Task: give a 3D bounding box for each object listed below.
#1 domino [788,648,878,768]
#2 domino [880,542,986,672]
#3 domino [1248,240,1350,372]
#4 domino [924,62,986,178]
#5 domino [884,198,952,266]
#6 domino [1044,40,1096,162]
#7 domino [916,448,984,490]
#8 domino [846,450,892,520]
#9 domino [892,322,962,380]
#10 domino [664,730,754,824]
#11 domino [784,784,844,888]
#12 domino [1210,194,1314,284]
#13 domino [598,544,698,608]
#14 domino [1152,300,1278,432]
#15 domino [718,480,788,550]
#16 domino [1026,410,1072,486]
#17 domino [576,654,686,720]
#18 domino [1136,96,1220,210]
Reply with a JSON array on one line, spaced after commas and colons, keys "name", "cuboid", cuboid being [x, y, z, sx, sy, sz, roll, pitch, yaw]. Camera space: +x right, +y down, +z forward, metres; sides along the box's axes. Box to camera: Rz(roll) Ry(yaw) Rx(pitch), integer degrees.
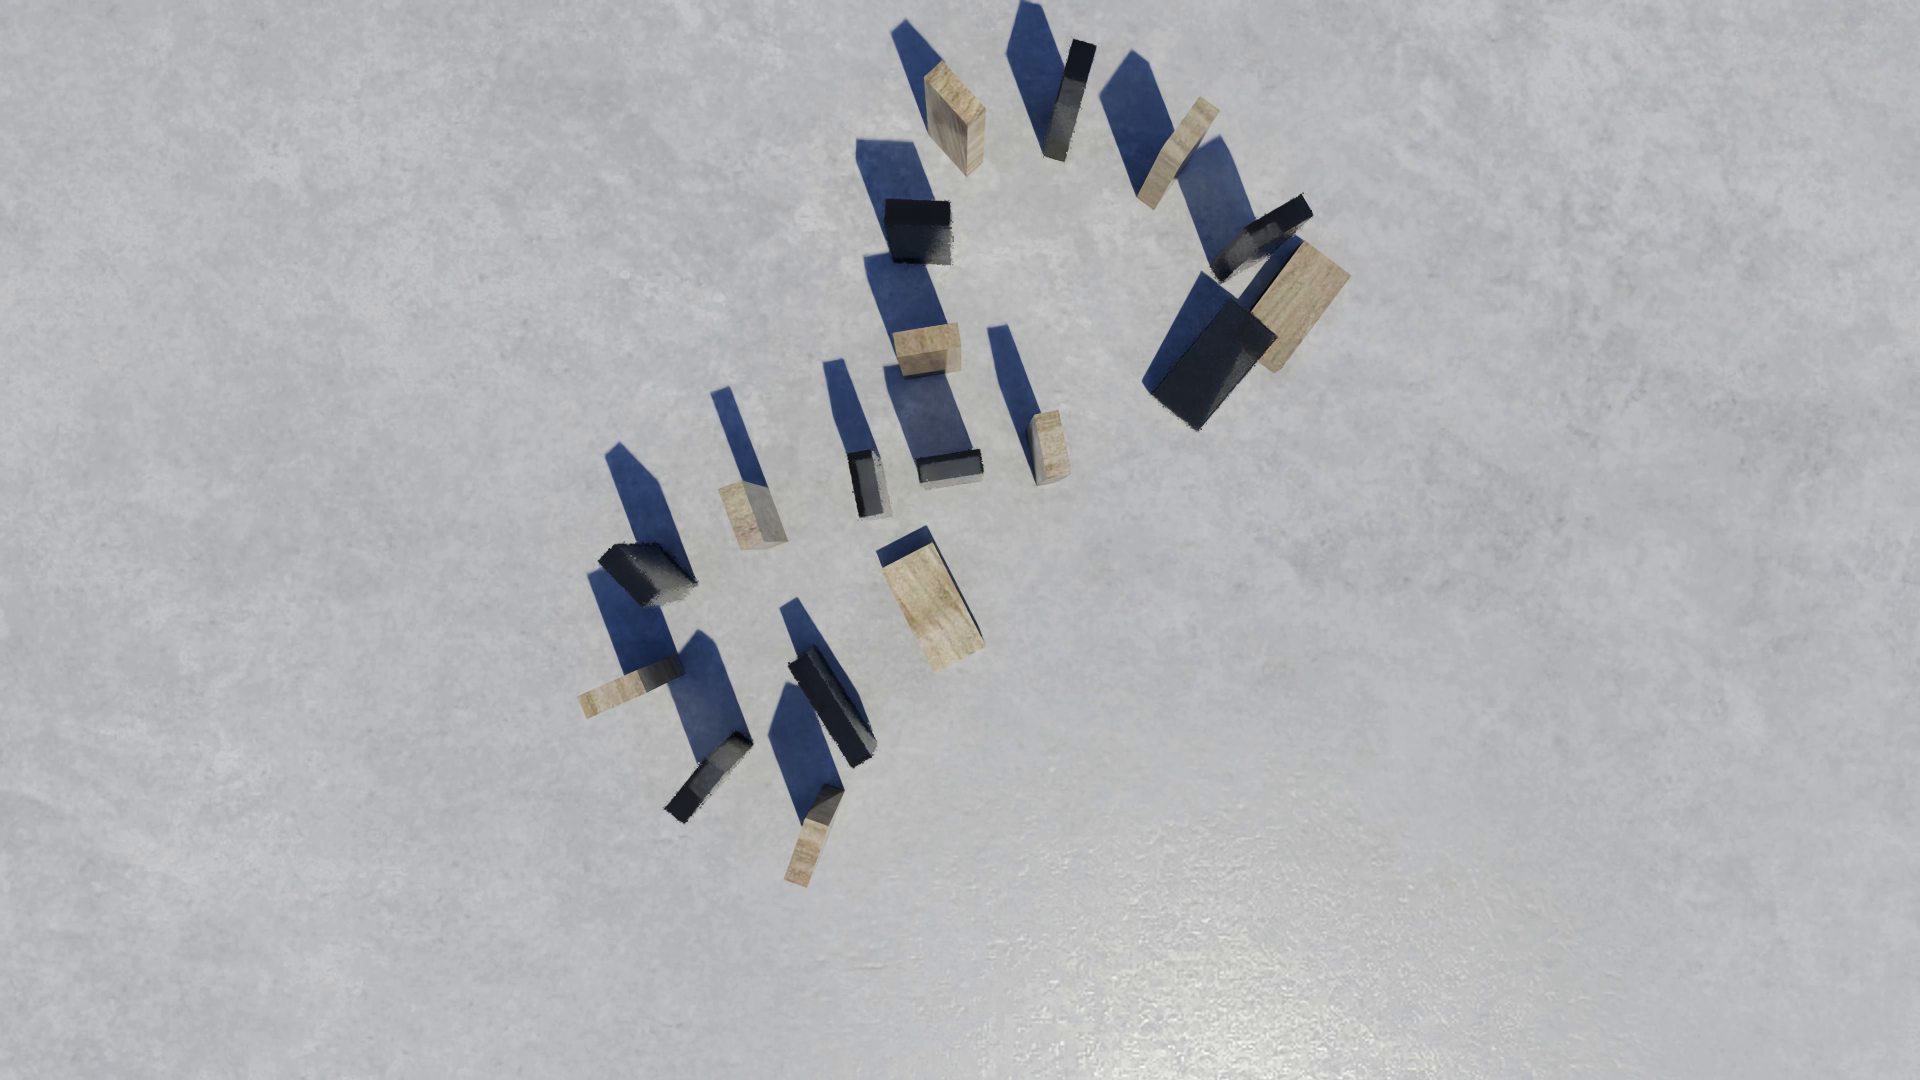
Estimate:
[{"name": "domino", "cuboid": [-0.053, 0.070, 0.388, 0.009, 0.025, 0.050, -32, 90, 0]}, {"name": "domino", "cuboid": [-0.011, 0.029, 0.395, 0.025, 0.010, 0.050, -27, 90, 0]}, {"name": "domino", "cuboid": [0.142, -0.100, 0.395, 0.025, 0.010, 0.050, 37, 90, 0]}, {"name": "domino", "cuboid": [-0.002, -0.171, 0.375, 0.010, 0.050, 0.025, -42, 90, 0]}, {"name": "domino", "cuboid": [-0.016, -0.125, 0.375, 0.025, 0.050, 0.010, 2, 90, 0]}, {"name": "domino", "cuboid": [0.044, -0.178, 0.375, 0.009, 0.050, 0.025, 16, 90, 0]}, {"name": "domino", "cuboid": [-0.004, -0.028, 0.375, 0.025, 0.050, 0.009, -9, 90, 0]}, {"name": "domino", "cuboid": [-0.036, -0.022, 0.375, 0.010, 0.050, 0.025, -11, 90, 0]}, {"name": "domino", "cuboid": [-0.013, -0.076, 0.375, 0.025, 0.050, 0.009, -9, 90, 0]}, {"name": "domino", "cuboid": [-0.101, 0.096, 0.375, 0.009, 0.050, 0.025, 39, 90, 0]}, {"name": "domino", "cuboid": [-0.059, 0.120, 0.375, 0.009, 0.050, 0.025, 19, 90, 0]}, {"name": "domino", "cuboid": [0.122, -0.122, 0.375, 0.025, 0.050, 0.009, -30, 90, 0]}, {"name": "domino", "cuboid": [-0.127, 0.014, 0.375, 0.010, 0.050, 0.025, -44, 90, 0]}, {"name": "domino", "cuboid": [0.108, -0.074, 0.390, 0.025, 0.009, 0.050, 39, 103, 0]}, {"name": "domino", "cuboid": [-0.084, -0.009, 0.375, 0.009, 0.050, 0.025, -20, 90, 0]}, {"name": "domino", "cuboid": [0.036, -0.037, 0.375, 0.009, 0.050, 0.025, -12, 90, 0]}, {"name": "domino", "cuboid": [-0.133, 0.059, 0.375, 0.025, 0.050, 0.010, -24, 90, 0]}, {"name": "domino", "cuboid": [0.088, -0.157, 0.375, 0.009, 0.050, 0.025, 36, 90, 0]}]
